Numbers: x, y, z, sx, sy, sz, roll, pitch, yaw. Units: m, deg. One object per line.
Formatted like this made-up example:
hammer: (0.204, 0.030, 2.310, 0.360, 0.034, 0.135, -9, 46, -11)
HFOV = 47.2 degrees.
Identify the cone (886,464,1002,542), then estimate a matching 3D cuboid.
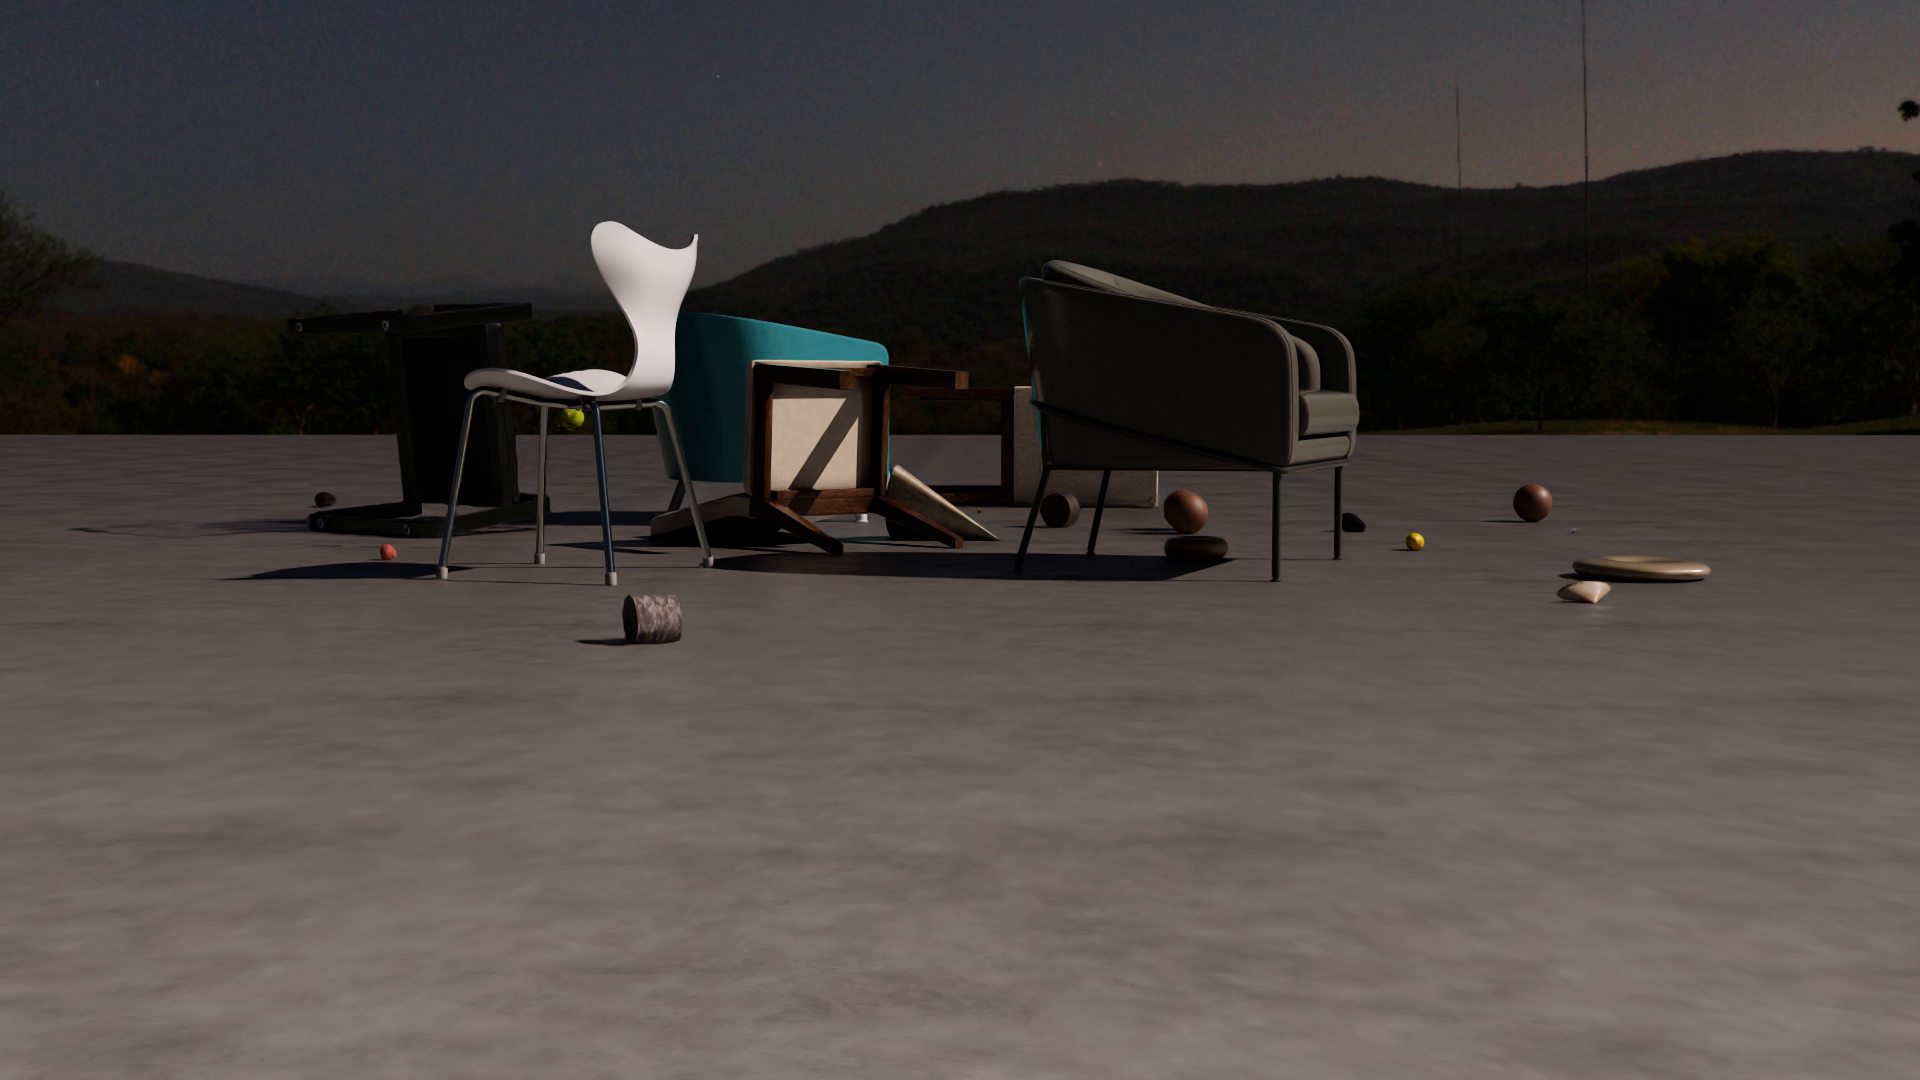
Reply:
cone: (-0.036, -0.057, 6.544, 0.351, 0.131, 0.315, 21, -34, 15)

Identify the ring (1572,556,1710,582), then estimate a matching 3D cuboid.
ring: (1.622, 0.067, 5.238, 0.315, 0.045, 0.322, -1, 4, -15)

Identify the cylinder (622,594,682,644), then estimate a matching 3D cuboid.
cylinder: (-0.545, 0.139, 3.896, 0.082, 0.080, 0.090, -2, 46, -26)

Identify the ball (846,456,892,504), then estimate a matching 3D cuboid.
ball: (-0.351, -0.233, 8.541, 0.191, 0.191, 0.191, 0, 4, 0)

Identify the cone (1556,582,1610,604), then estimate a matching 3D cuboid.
cone: (1.324, 0.121, 4.627, 0.122, 0.048, 0.053, -4, 29, -10)

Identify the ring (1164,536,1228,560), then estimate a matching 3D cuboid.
ring: (0.626, 0.021, 5.842, 0.176, 0.057, 0.156, 2, 5, 37)

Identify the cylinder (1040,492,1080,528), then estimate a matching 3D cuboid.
cylinder: (0.325, -0.098, 7.141, 0.111, 0.113, 0.063, -8, -1, 34)
